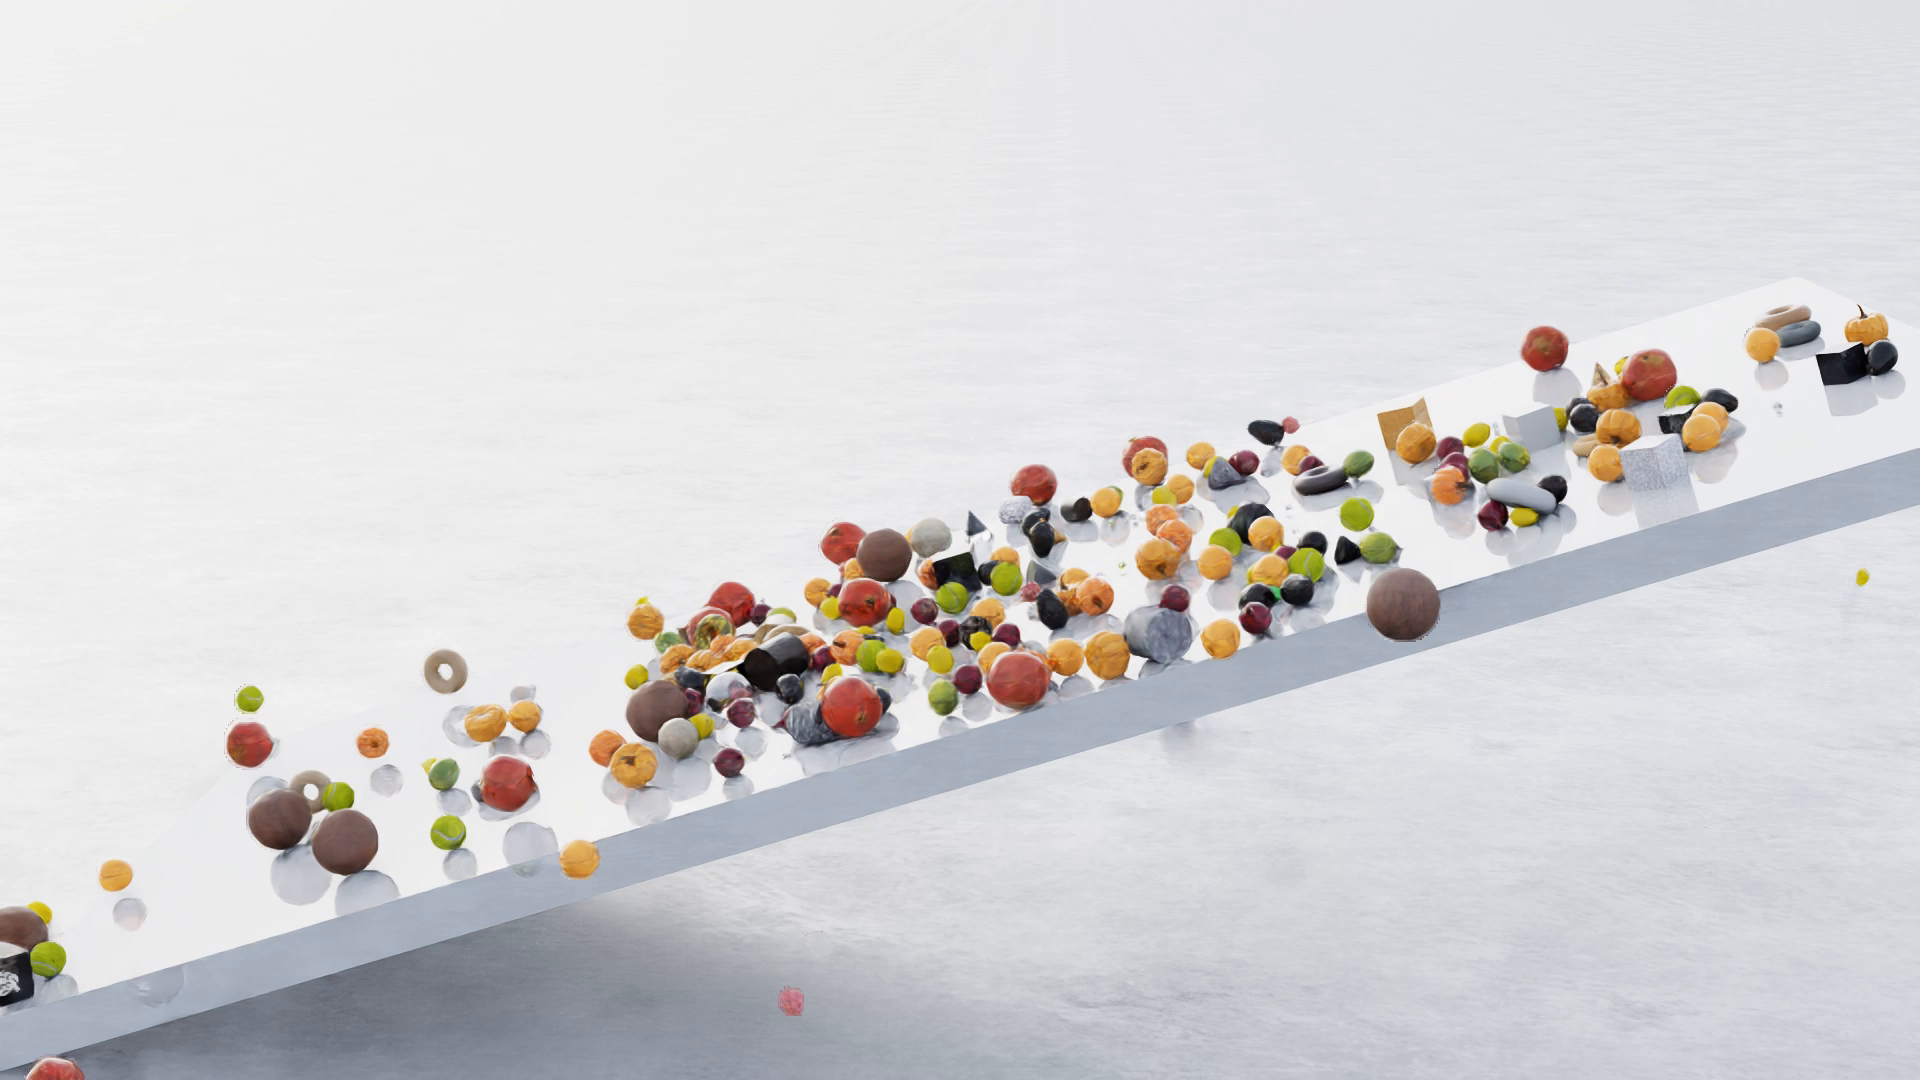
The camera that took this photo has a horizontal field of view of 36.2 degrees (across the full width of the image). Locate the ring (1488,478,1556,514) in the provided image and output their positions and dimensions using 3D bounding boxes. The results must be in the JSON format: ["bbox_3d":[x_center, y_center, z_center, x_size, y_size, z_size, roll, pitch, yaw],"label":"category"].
[{"bbox_3d":[1.058,-0.082,5.544,0.132,0.044,0.132,17,-2,0],"label":"ring"}]

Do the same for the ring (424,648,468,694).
[{"bbox_3d":[-1.257,0.321,7.188,0.115,0.115,0.038,2,9,12],"label":"ring"}]

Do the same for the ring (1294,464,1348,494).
[{"bbox_3d":[0.788,-0.131,6.413,0.122,0.041,0.122,-16,11,3],"label":"ring"}]

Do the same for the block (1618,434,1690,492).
[{"bbox_3d":[1.298,-0.144,5.500,0.082,0.082,0.082,-26,13,-40],"label":"block"}]

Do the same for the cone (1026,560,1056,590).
[{"bbox_3d":[0.183,0.078,6.363,0.064,0.064,0.064,7,9,-16],"label":"cone"}]

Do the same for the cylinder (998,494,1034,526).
[{"bbox_3d":[0.135,-0.073,7.148,0.062,0.062,0.062,-23,-7,42],"label":"cylinder"}]

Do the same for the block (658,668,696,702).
[{"bbox_3d":[-0.615,0.316,6.396,0.052,0.052,0.052,-11,12,32],"label":"block"}]

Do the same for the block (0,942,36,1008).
[{"bbox_3d":[-1.818,0.824,5.559,0.091,0.091,0.091,7,16,42],"label":"block"}]

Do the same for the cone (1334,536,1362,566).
[{"bbox_3d":[0.762,0.023,5.678,0.059,0.059,0.059,8,10,-11],"label":"cone"}]

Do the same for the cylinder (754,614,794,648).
[{"bbox_3d":[-0.407,0.214,6.487,0.084,0.084,0.084,2,13,8],"label":"cylinder"}]

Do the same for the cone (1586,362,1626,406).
[{"bbox_3d":[1.394,-0.347,6.390,0.088,0.088,0.088,-17,10,3],"label":"cone"}]

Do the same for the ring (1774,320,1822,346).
[{"bbox_3d":[1.810,-0.446,6.358,0.104,0.035,0.104,-18,10,3],"label":"ring"}]

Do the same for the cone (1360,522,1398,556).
[{"bbox_3d":[0.815,0.011,5.638,0.071,0.071,0.071,23,9,-8],"label":"cone"}]

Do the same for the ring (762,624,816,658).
[{"bbox_3d":[-0.368,0.225,6.341,0.117,0.117,0.039,-1,52,-6],"label":"ring"}]

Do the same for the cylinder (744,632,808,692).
[{"bbox_3d":[-0.386,0.257,6.192,0.096,0.096,0.096,8,24,34],"label":"cylinder"}]

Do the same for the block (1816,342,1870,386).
[{"bbox_3d":[1.757,-0.351,5.855,0.066,0.066,0.066,-23,12,-29],"label":"block"}]

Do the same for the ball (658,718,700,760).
[{"bbox_3d":[-0.556,0.392,5.809,0.082,0.082,0.082,0,11,0],"label":"ball"}]

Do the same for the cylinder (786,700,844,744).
[{"bbox_3d":[-0.273,0.345,5.584,0.078,0.078,0.078,-9,2,43],"label":"cylinder"}]

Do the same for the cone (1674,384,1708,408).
[{"bbox_3d":[1.503,-0.282,6.026,0.066,0.066,0.066,15,16,20],"label":"cone"}]

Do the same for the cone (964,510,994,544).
[{"bbox_3d":[0.033,-0.037,7.083,0.080,0.080,0.080,-17,10,3],"label":"cone"}]

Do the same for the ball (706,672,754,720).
[{"bbox_3d":[-0.471,0.318,6.012,0.098,0.098,0.098,0,11,0],"label":"ball"}]

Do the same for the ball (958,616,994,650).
[{"bbox_3d":[0.033,0.187,5.923,0.071,0.071,0.071,0,11,0],"label":"ball"}]

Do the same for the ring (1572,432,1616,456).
[{"bbox_3d":[1.280,-0.193,5.936,0.089,0.030,0.089,-18,12,4],"label":"ring"}]

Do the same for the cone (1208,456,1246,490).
[{"bbox_3d":[0.625,-0.143,6.761,0.082,0.082,0.082,17,17,23],"label":"cone"}]

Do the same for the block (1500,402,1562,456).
[{"bbox_3d":[1.194,-0.233,6.143,0.083,0.083,0.083,-19,10,-9],"label":"block"}]

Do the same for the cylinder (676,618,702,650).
[{"bbox_3d":[-0.623,0.224,6.870,0.062,0.062,0.062,-17,10,3],"label":"cylinder"}]

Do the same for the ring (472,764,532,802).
[{"bbox_3d":[-0.936,0.497,6.010,0.133,0.044,0.133,-19,10,4],"label":"ring"}]

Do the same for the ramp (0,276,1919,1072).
[{"bbox_3d":[0.098,0.184,6.313,4.000,0.100,2.000,-17,10,5],"label":"ramp"}]

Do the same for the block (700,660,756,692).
[{"bbox_3d":[-0.489,0.302,6.201,0.072,0.072,0.072,-26,13,-40],"label":"block"}]

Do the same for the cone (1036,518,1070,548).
[{"bbox_3d":[0.216,-0.008,6.751,0.073,0.073,0.073,10,12,5],"label":"cone"}]

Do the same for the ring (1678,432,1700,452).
[{"bbox_3d":[1.401,-0.188,5.715,0.078,0.026,0.078,-17,9,3],"label":"ring"}]

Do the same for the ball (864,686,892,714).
[{"bbox_3d":[-0.159,0.309,5.654,0.054,0.054,0.054,0,11,0],"label":"ball"}]

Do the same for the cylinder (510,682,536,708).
[{"bbox_3d":[-1.013,0.358,6.828,0.053,0.053,0.053,0,6,0],"label":"cylinder"}]

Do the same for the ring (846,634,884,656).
[{"bbox_3d":[-0.203,0.222,6.261,0.086,0.029,0.086,-16,11,3],"label":"ring"}]

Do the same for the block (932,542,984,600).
[{"bbox_3d":[-0.004,0.070,6.552,0.090,0.090,0.090,-17,10,7],"label":"block"}]

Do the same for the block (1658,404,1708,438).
[{"bbox_3d":[1.421,-0.227,5.783,0.061,0.061,0.061,-8,14,44],"label":"block"}]

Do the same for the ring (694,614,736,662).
[{"bbox_3d":[-0.553,0.221,6.644,0.109,0.109,0.036,8,6,34],"label":"ring"}]

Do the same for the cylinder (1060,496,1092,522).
[{"bbox_3d":[0.274,-0.072,6.927,0.056,0.056,0.056,-8,3,-34],"label":"cylinder"}]

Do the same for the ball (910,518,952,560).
[{"bbox_3d":[-0.069,-0.003,7.018,0.100,0.100,0.100,0,11,0],"label":"ball"}]

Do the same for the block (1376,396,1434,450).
[{"bbox_3d":[1.002,-0.263,6.615,0.087,0.087,0.087,-12,12,30],"label":"block"}]

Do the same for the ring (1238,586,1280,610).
[{"bbox_3d":[0.566,0.109,5.557,0.083,0.028,0.083,-16,11,3],"label":"ring"}]

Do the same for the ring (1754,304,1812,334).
[{"bbox_3d":[1.831,-0.492,6.546,0.127,0.042,0.127,-18,9,3],"label":"ring"}]

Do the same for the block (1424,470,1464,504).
[{"bbox_3d":[0.977,-0.108,5.939,0.051,0.051,0.051,-25,13,-36],"label":"block"}]

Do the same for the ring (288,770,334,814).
[{"bbox_3d":[-1.402,0.543,6.353,0.098,0.098,0.033,0,6,0],"label":"ring"}]

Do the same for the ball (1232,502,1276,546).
[{"bbox_3d":[0.605,-0.032,6.057,0.090,0.090,0.090,0,11,0],"label":"ball"}]
